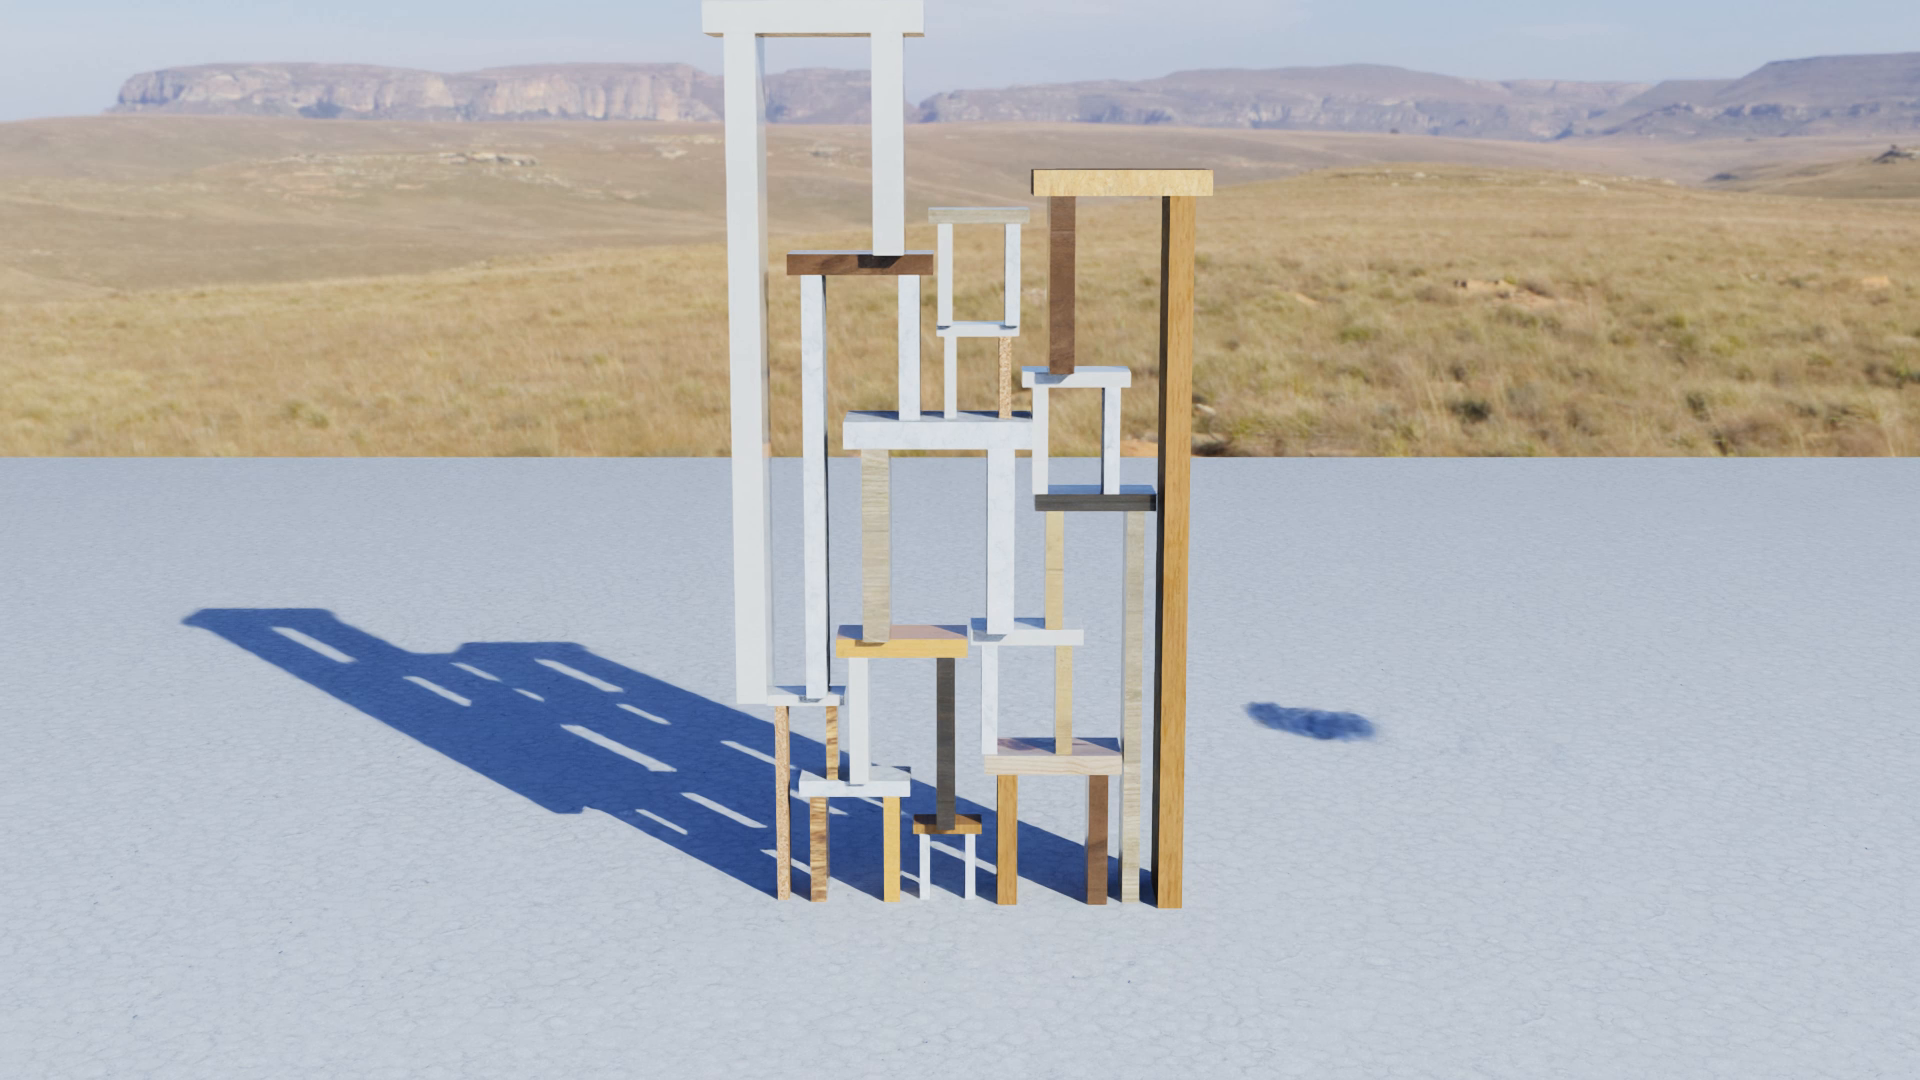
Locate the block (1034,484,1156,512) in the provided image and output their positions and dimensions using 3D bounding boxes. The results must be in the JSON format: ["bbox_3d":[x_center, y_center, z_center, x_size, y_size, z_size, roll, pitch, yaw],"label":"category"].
[{"bbox_3d":[0.217,-0.068,3.551,0.194,0.027,0.097,0,11,0],"label":"block"}]

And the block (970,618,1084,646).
[{"bbox_3d":[0.108,0.149,3.588,0.182,0.026,0.091,0,11,0],"label":"block"}]

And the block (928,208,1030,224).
[{"bbox_3d":[0.029,-0.511,3.462,0.158,0.022,0.079,0,11,-1],"label":"block"}]

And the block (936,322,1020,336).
[{"bbox_3d":[0.028,-0.336,3.502,0.130,0.018,0.065,0,11,0],"label":"block"}]

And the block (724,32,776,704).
[{"bbox_3d":[-0.334,-0.268,3.507,0.047,1.048,0.167,0,11,0],"label":"block"}]

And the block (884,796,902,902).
[{"bbox_3d":[-0.112,0.500,3.656,0.026,0.181,0.090,0,11,0],"label":"block"}]

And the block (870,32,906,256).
[{"bbox_3d":[-0.111,-0.619,3.441,0.047,0.335,0.167,0,11,0],"label":"block"}]

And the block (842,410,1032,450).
[{"bbox_3d":[-0.035,-0.177,3.525,0.298,0.042,0.149,0,11,0],"label":"block"}]

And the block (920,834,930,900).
[{"bbox_3d":[-0.058,0.534,3.660,0.016,0.113,0.056,0,11,0],"label":"block"}]

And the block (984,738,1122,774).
[{"bbox_3d":[0.152,0.356,3.626,0.222,0.031,0.111,0,11,0],"label":"block"}]

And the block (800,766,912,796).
[{"bbox_3d":[-0.172,0.399,3.638,0.181,0.026,0.090,0,11,0],"label":"block"}]

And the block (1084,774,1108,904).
[{"bbox_3d":[0.226,0.481,3.649,0.031,0.222,0.111,0,11,0],"label":"block"}]

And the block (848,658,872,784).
[{"bbox_3d":[-0.164,0.283,3.610,0.030,0.211,0.106,0,11,0],"label":"block"}]

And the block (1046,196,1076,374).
[{"bbox_3d":[0.159,-0.407,3.479,0.039,0.275,0.138,0,11,0],"label":"block"}]

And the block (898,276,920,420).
[{"bbox_3d":[-0.080,-0.311,3.506,0.032,0.229,0.114,0,11,0],"label":"block"}]

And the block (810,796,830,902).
[{"bbox_3d":[-0.233,0.500,3.656,0.026,0.181,0.090,0,11,0],"label":"block"}]

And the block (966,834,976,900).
[{"bbox_3d":[0.017,0.534,3.660,0.016,0.113,0.056,0,11,0],"label":"block"}]

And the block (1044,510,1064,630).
[{"bbox_3d":[0.152,0.040,3.571,0.027,0.193,0.097,0,10,0],"label":"block"}]

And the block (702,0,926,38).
[{"bbox_3d":[-0.223,-0.806,3.406,0.335,0.047,0.167,0,11,0],"label":"block"}]

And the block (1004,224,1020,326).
[{"bbox_3d":[0.082,-0.422,3.480,0.022,0.158,0.079,0,11,-1],"label":"block"}]

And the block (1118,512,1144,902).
[{"bbox_3d":[0.281,0.267,3.613,0.027,0.655,0.097,0,11,0],"label":"block"}]

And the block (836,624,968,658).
[{"bbox_3d":[-0.094,0.165,3.588,0.211,0.030,0.106,0,11,0],"label":"block"}]

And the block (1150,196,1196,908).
[{"bbox_3d":[0.343,0.024,3.560,0.039,1.153,0.138,0,11,0],"label":"block"}]

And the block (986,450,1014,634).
[{"bbox_3d":[0.065,-0.010,3.556,0.042,0.298,0.149,0,11,0],"label":"block"}]

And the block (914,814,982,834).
[{"bbox_3d":[-0.021,0.471,3.649,0.112,0.016,0.056,0,11,0],"label":"block"}]

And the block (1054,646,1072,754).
[{"bbox_3d":[0.169,0.251,3.607,0.026,0.182,0.091,0,11,0],"label":"block"}]

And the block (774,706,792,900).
[{"bbox_3d":[-0.292,0.427,3.639,0.018,0.332,0.063,0,11,0],"label":"block"}]

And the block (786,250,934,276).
[{"bbox_3d":[-0.156,-0.439,3.482,0.229,0.032,0.114,0,11,0],"label":"block"}]

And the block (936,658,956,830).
[{"bbox_3d":[-0.023,0.322,3.617,0.030,0.290,0.106,0,11,0],"label":"block"}]

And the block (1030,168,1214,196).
[{"bbox_3d":[0.251,-0.562,3.451,0.275,0.039,0.138,0,11,0],"label":"block"}]

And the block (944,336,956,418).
[{"bbox_3d":[-0.015,-0.263,3.515,0.018,0.130,0.065,0,11,0],"label":"block"}]

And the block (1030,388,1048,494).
[{"bbox_3d":[0.127,-0.165,3.529,0.024,0.171,0.086,0,10,0],"label":"block"}]

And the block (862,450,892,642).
[{"bbox_3d":[-0.134,-0.003,3.558,0.042,0.311,0.149,0,11,0],"label":"block"}]

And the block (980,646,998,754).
[{"bbox_3d":[0.048,0.251,3.607,0.026,0.182,0.091,0,11,0],"label":"block"}]

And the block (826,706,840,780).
[{"bbox_3d":[-0.209,0.325,3.620,0.018,0.125,0.063,0,11,0],"label":"block"}]

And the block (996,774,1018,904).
[{"bbox_3d":[0.078,0.481,3.649,0.031,0.222,0.111,0,11,0],"label":"block"}]

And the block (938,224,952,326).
[{"bbox_3d":[-0.023,-0.422,3.478,0.022,0.158,0.079,0,11,0],"label":"block"}]

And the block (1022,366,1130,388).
[{"bbox_3d":[0.184,-0.261,3.511,0.171,0.024,0.086,0,11,0],"label":"block"}]

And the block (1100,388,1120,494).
[{"bbox_3d":[0.241,-0.165,3.529,0.024,0.171,0.086,0,11,0],"label":"block"}]

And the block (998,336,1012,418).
[{"bbox_3d":[0.072,-0.263,3.517,0.018,0.131,0.065,0,11,0],"label":"block"}]

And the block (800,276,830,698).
[{"bbox_3d":[-0.232,-0.089,3.548,0.032,0.681,0.114,0,11,0],"label":"block"}]

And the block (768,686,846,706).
[{"bbox_3d":[-0.251,0.255,3.607,0.125,0.018,0.063,0,11,0],"label":"block"}]
